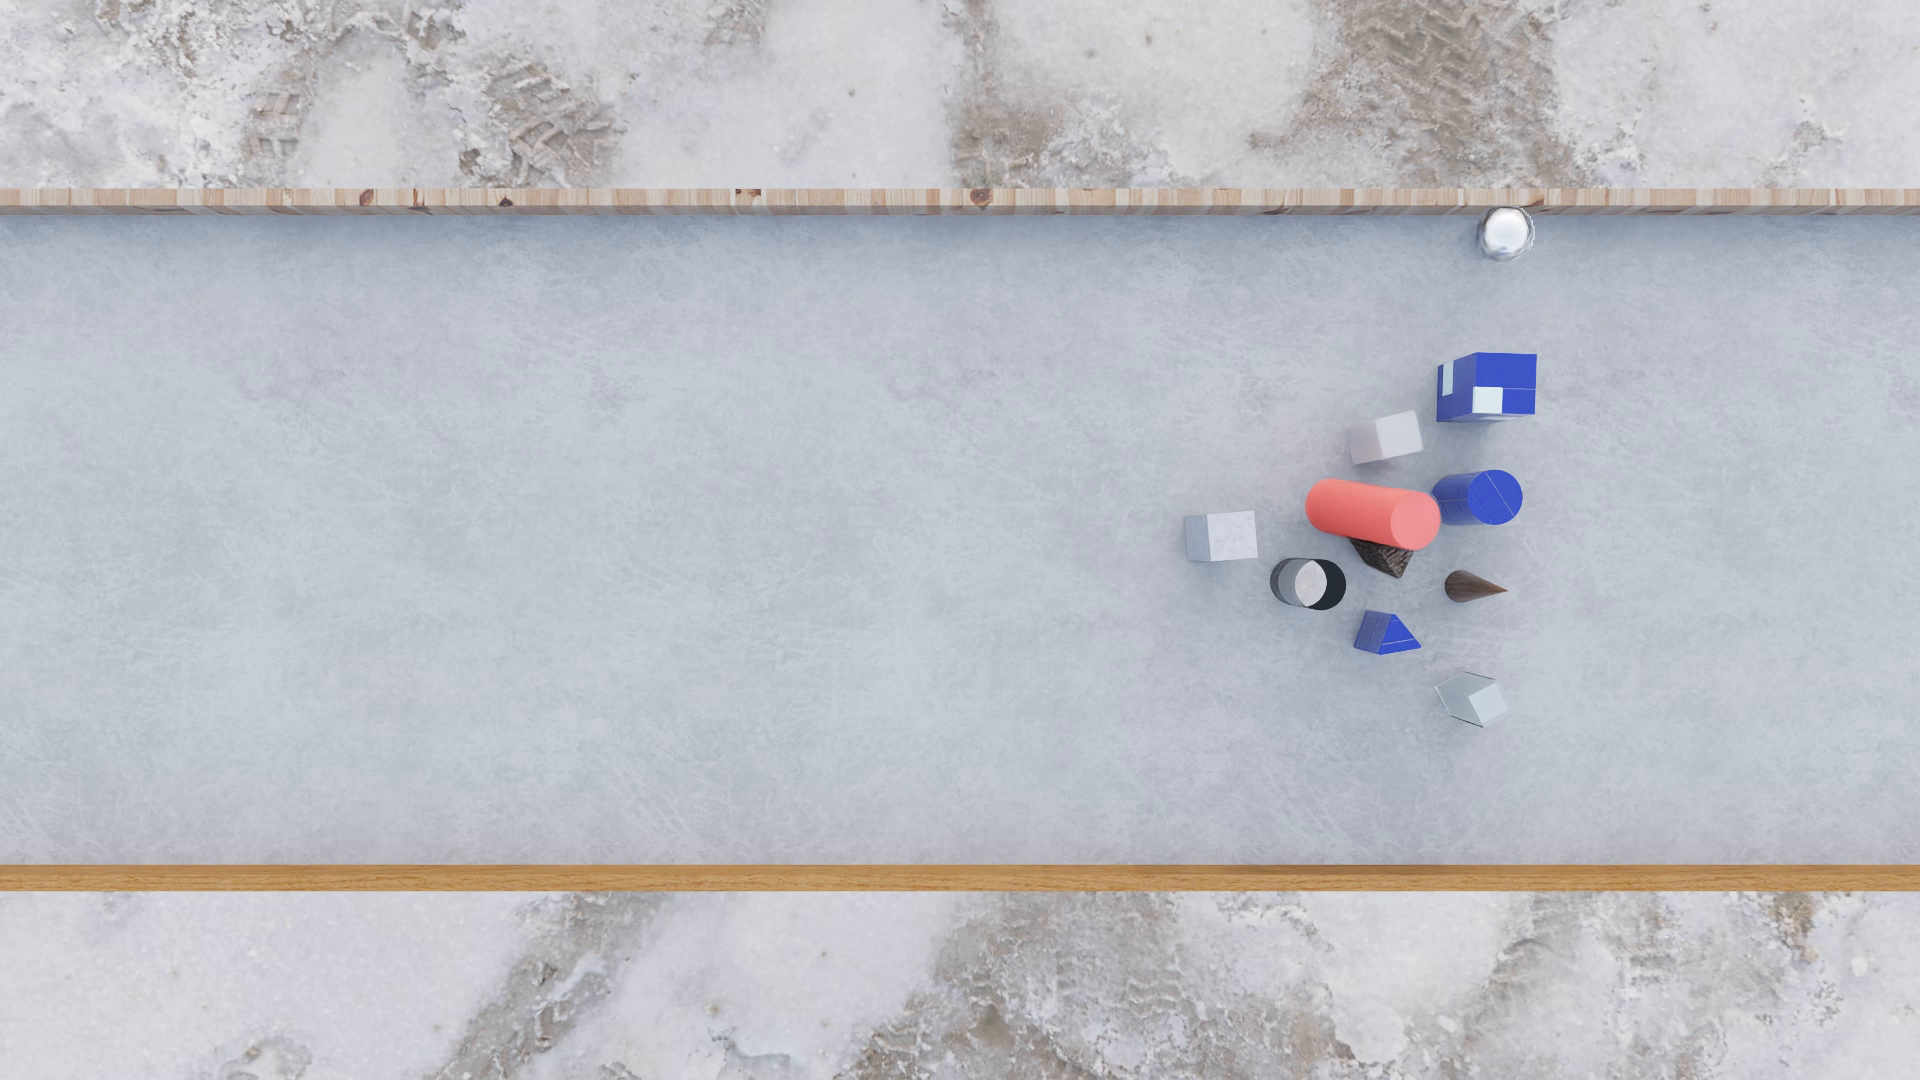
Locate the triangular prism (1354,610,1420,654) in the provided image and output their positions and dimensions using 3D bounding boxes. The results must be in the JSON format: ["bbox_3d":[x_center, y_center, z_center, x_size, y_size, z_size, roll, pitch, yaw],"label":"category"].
[{"bbox_3d":[1.263,0.267,4.922,0.123,0.309,0.107,-10,90,0],"label":"triangular prism"}]

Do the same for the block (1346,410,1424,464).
[{"bbox_3d":[1.253,-0.301,4.887,0.116,0.377,0.116,-13,90,1],"label":"block"}]

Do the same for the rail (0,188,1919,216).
[{"bbox_3d":[-2.247,-1.025,5.002,12.000,0.150,0.050,0,90,0],"label":"rail"}]

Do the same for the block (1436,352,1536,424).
[{"bbox_3d":[1.555,-0.447,4.888,0.172,0.378,0.172,2,90,0],"label":"block"}]

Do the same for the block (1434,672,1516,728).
[{"bbox_3d":[1.530,0.473,4.910,0.103,0.332,0.103,-27,90,0],"label":"block"}]

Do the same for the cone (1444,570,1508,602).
[{"bbox_3d":[1.543,0.143,4.855,0.101,0.442,0.101,0,90,0],"label":"cone"}]

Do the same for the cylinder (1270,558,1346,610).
[{"bbox_3d":[1.028,0.128,4.888,0.147,0.378,0.147,0,90,0],"label":"cylinder"}]

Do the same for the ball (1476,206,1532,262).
[{"bbox_3d":[1.631,-0.916,4.946,0.163,0.163,0.163,0,90,0],"label":"ball"}]

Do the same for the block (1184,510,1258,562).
[{"bbox_3d":[0.763,-0.011,4.847,0.132,0.460,0.132,-5,90,0],"label":"block"}]

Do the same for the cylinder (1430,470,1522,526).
[{"bbox_3d":[1.526,-0.122,4.890,0.158,0.372,0.158,0,90,0],"label":"cylinder"}]

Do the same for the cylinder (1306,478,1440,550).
[{"bbox_3d":[1.204,-0.081,4.841,0.165,0.441,0.165,-3,98,-20],"label":"cylinder"}]

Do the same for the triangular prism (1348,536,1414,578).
[{"bbox_3d":[1.268,0.018,4.913,0.099,0.311,0.114,-36,98,2],"label":"triangular prism"}]

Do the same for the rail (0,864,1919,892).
[{"bbox_3d":[-2.247,1.025,5.001,12.000,0.150,0.050,0,90,0],"label":"rail"}]
